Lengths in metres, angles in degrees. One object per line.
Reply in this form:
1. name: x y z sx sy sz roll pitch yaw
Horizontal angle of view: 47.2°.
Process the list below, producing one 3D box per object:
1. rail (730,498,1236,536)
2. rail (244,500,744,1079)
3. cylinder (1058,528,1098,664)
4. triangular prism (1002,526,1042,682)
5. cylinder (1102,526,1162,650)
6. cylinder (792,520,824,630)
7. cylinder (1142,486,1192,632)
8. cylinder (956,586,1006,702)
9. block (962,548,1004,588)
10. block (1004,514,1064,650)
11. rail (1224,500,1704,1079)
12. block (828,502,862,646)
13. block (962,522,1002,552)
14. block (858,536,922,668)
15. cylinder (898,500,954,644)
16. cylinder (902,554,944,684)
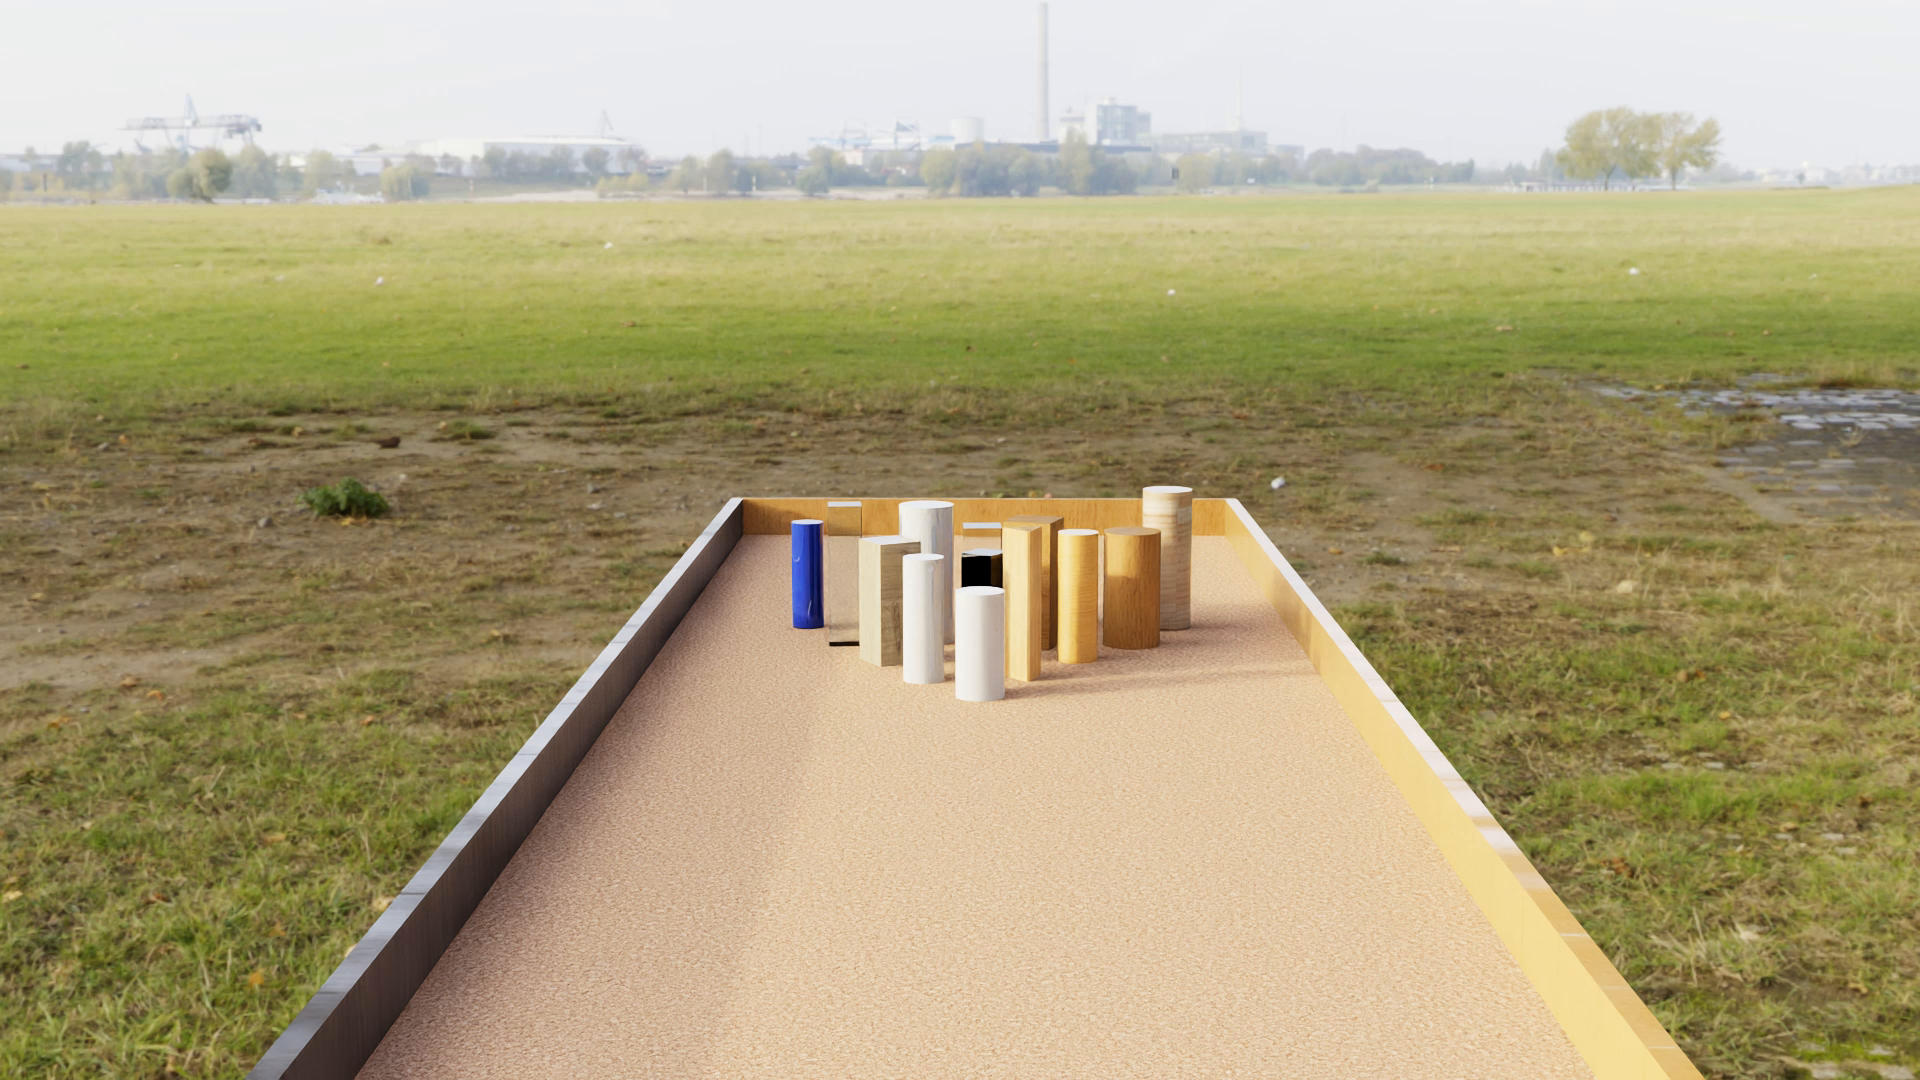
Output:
1. rail: 0.099 -0.098 9.147 2.100 0.150 0.050 0 9 1
2. rail: -1.004 0.839 3.234 0.050 0.150 12.000 0 9 1
3. cylinder: 0.358 0.170 6.678 0.123 0.393 0.123 0 9 0
4. triangular prism: 0.200 0.183 6.443 0.099 0.442 0.114 -7 12 -39
5. cylinder: 0.540 0.150 6.913 0.179 0.361 0.179 0 9 0
6. cylinder: -0.498 0.112 7.198 0.104 0.346 0.104 0 9 0
7. cylinder: 0.675 0.060 7.181 0.161 0.454 0.161 0 9 0
8. cylinder: 0.057 0.292 6.199 0.140 0.303 0.140 0 9 0
9. block: 0.077 0.202 6.663 0.106 0.336 0.106 6 11 33
10. block: 0.231 0.132 6.904 0.152 0.399 0.152 3 10 19
11. rail: 1.046 0.843 3.208 0.050 0.150 12.000 0 9 1
12. block: -0.362 0.106 6.920 0.105 0.444 0.105 -1 9 -4
13. block: 0.072 0.116 7.222 0.124 0.331 0.124 0 9 -1
14. block: -0.212 0.183 6.666 0.139 0.371 0.139 -5 10 -30
15. cylinder: -0.106 0.104 6.957 0.174 0.437 0.174 0 9 0
16. cylinder: -0.106 0.229 6.403 0.120 0.364 0.120 0 9 0
